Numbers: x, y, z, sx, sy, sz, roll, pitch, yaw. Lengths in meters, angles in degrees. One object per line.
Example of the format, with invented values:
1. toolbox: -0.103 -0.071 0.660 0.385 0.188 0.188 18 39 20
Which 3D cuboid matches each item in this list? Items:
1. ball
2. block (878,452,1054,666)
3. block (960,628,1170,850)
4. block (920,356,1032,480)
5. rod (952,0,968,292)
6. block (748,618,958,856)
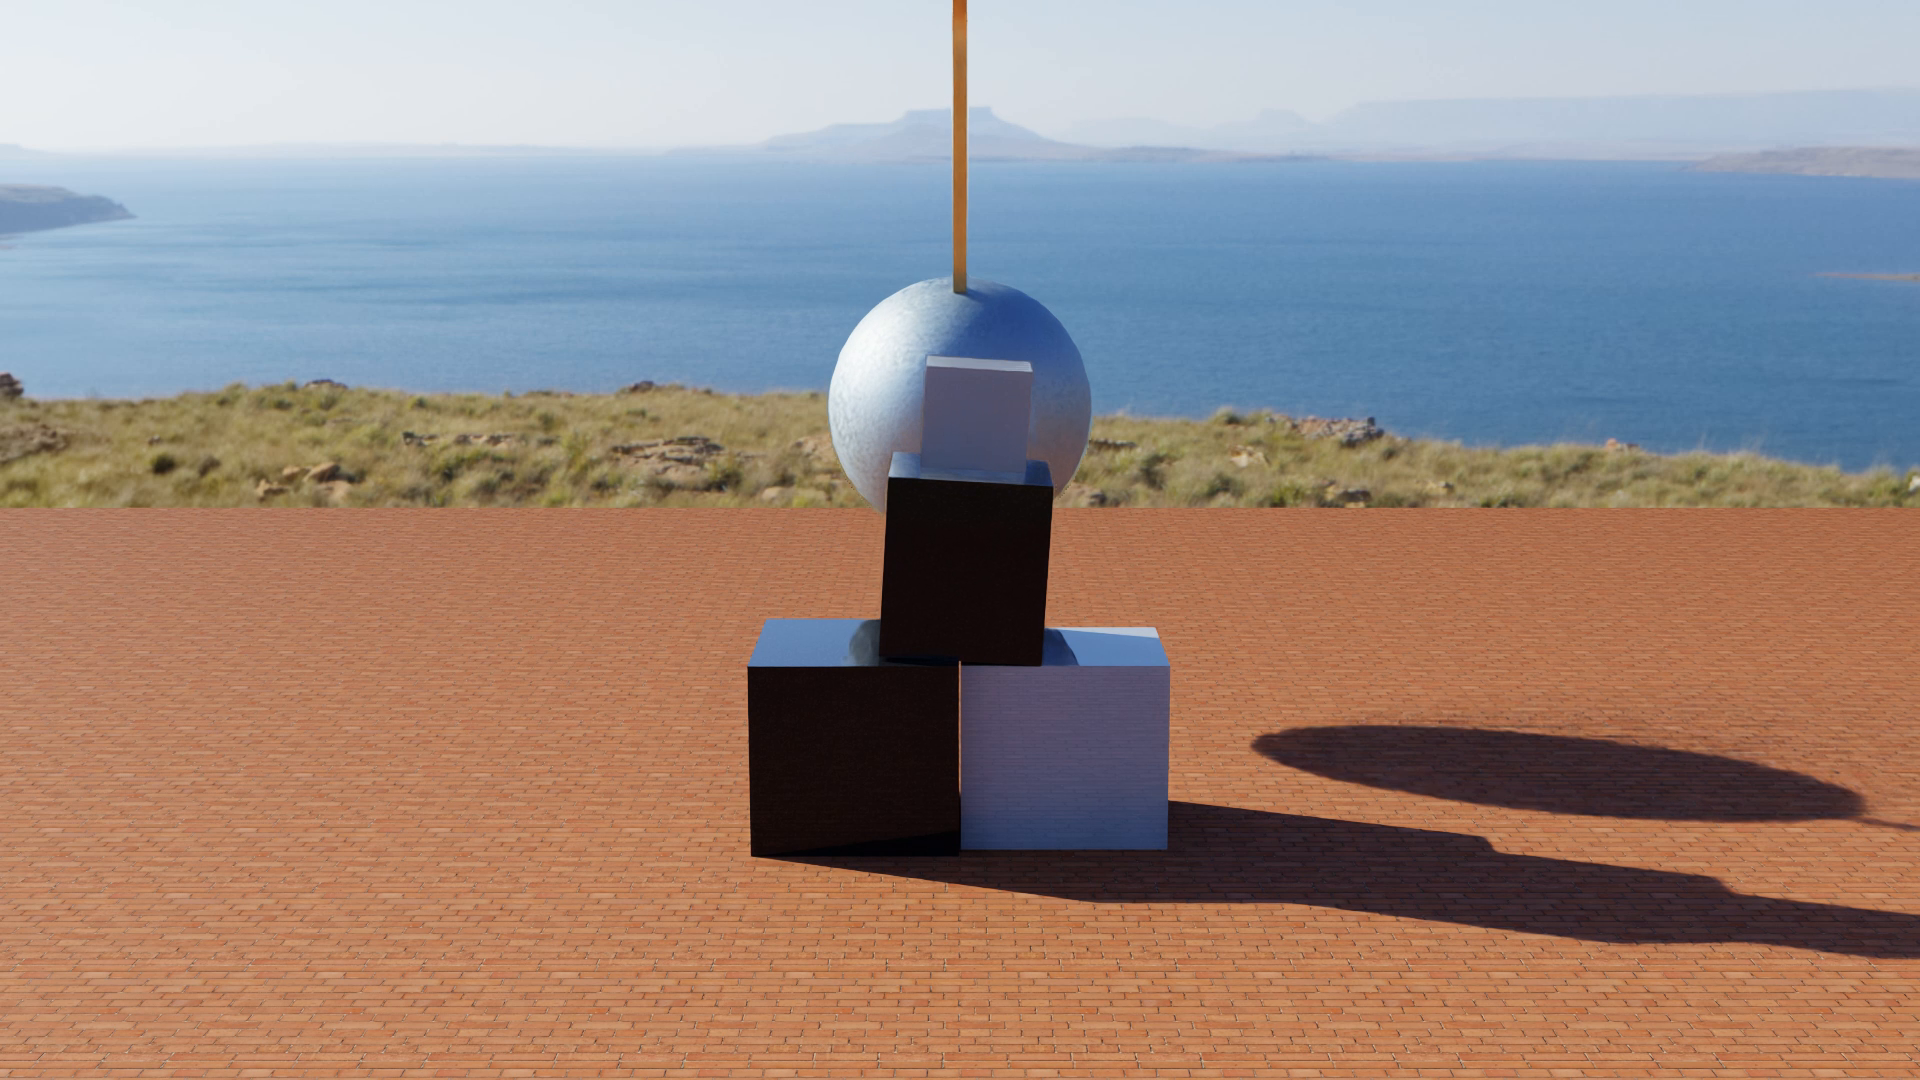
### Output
1. ball: 0.000 -0.800 13.367 1.600 1.600 1.600 0 10 0
2. block: 0.027 0.079 11.205 0.807 0.899 0.879 3 10 -1
3. block: 0.522 1.009 11.374 1.035 0.945 0.872 0 10 0
4. block: 0.079 -0.623 11.081 0.523 0.531 0.507 3 10 -1
5. rod: 0.000 -3.658 11.526 0.080 5.200 0.080 0 33 0
6. block: -0.523 0.997 11.369 1.034 0.970 1.087 0 10 0
